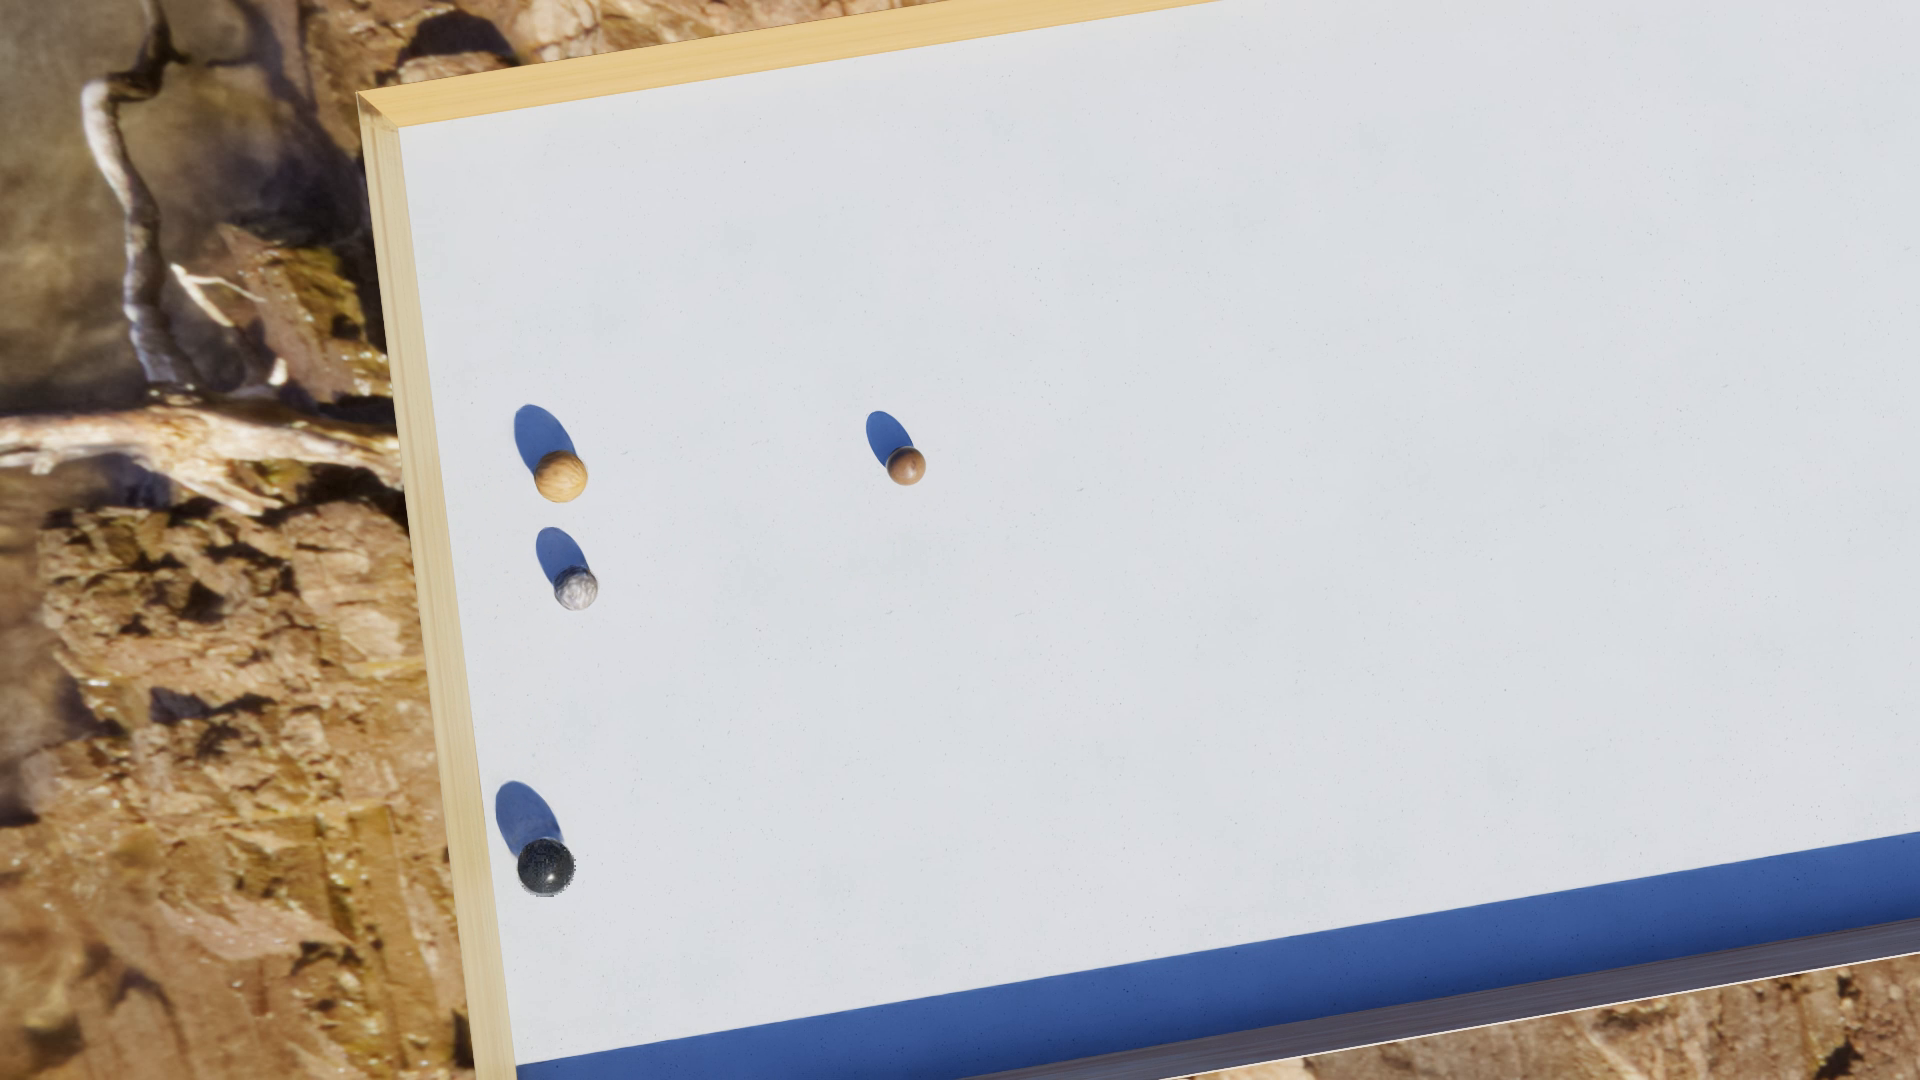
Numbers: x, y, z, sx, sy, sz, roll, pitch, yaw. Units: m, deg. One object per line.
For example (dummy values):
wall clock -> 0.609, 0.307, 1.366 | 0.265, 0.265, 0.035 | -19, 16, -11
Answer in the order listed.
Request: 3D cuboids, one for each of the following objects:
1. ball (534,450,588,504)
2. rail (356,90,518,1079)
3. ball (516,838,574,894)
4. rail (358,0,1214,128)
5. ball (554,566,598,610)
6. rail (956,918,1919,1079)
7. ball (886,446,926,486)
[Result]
ball -> -0.598, -0.095, 3.296 | 0.079, 0.079, 0.079 | 0, 80, 0
rail -> -0.760, 0.119, 3.243 | 0.045, 0.107, 1.634 | -9, 80, -2
ball -> -0.602, 0.473, 3.194 | 0.082, 0.082, 0.082 | 0, 80, 0
rail -> 0.656, -0.901, 3.424 | 3.177, 0.107, 0.045 | -9, 80, -2
ball -> -0.572, 0.073, 3.273 | 0.066, 0.066, 0.066 | 0, 80, 0
rail -> 0.912, 0.641, 3.151 | 3.177, 0.107, 0.045 | -9, 80, -2
ball -> -0.081, -0.111, 3.308 | 0.061, 0.061, 0.061 | 0, 80, 0
